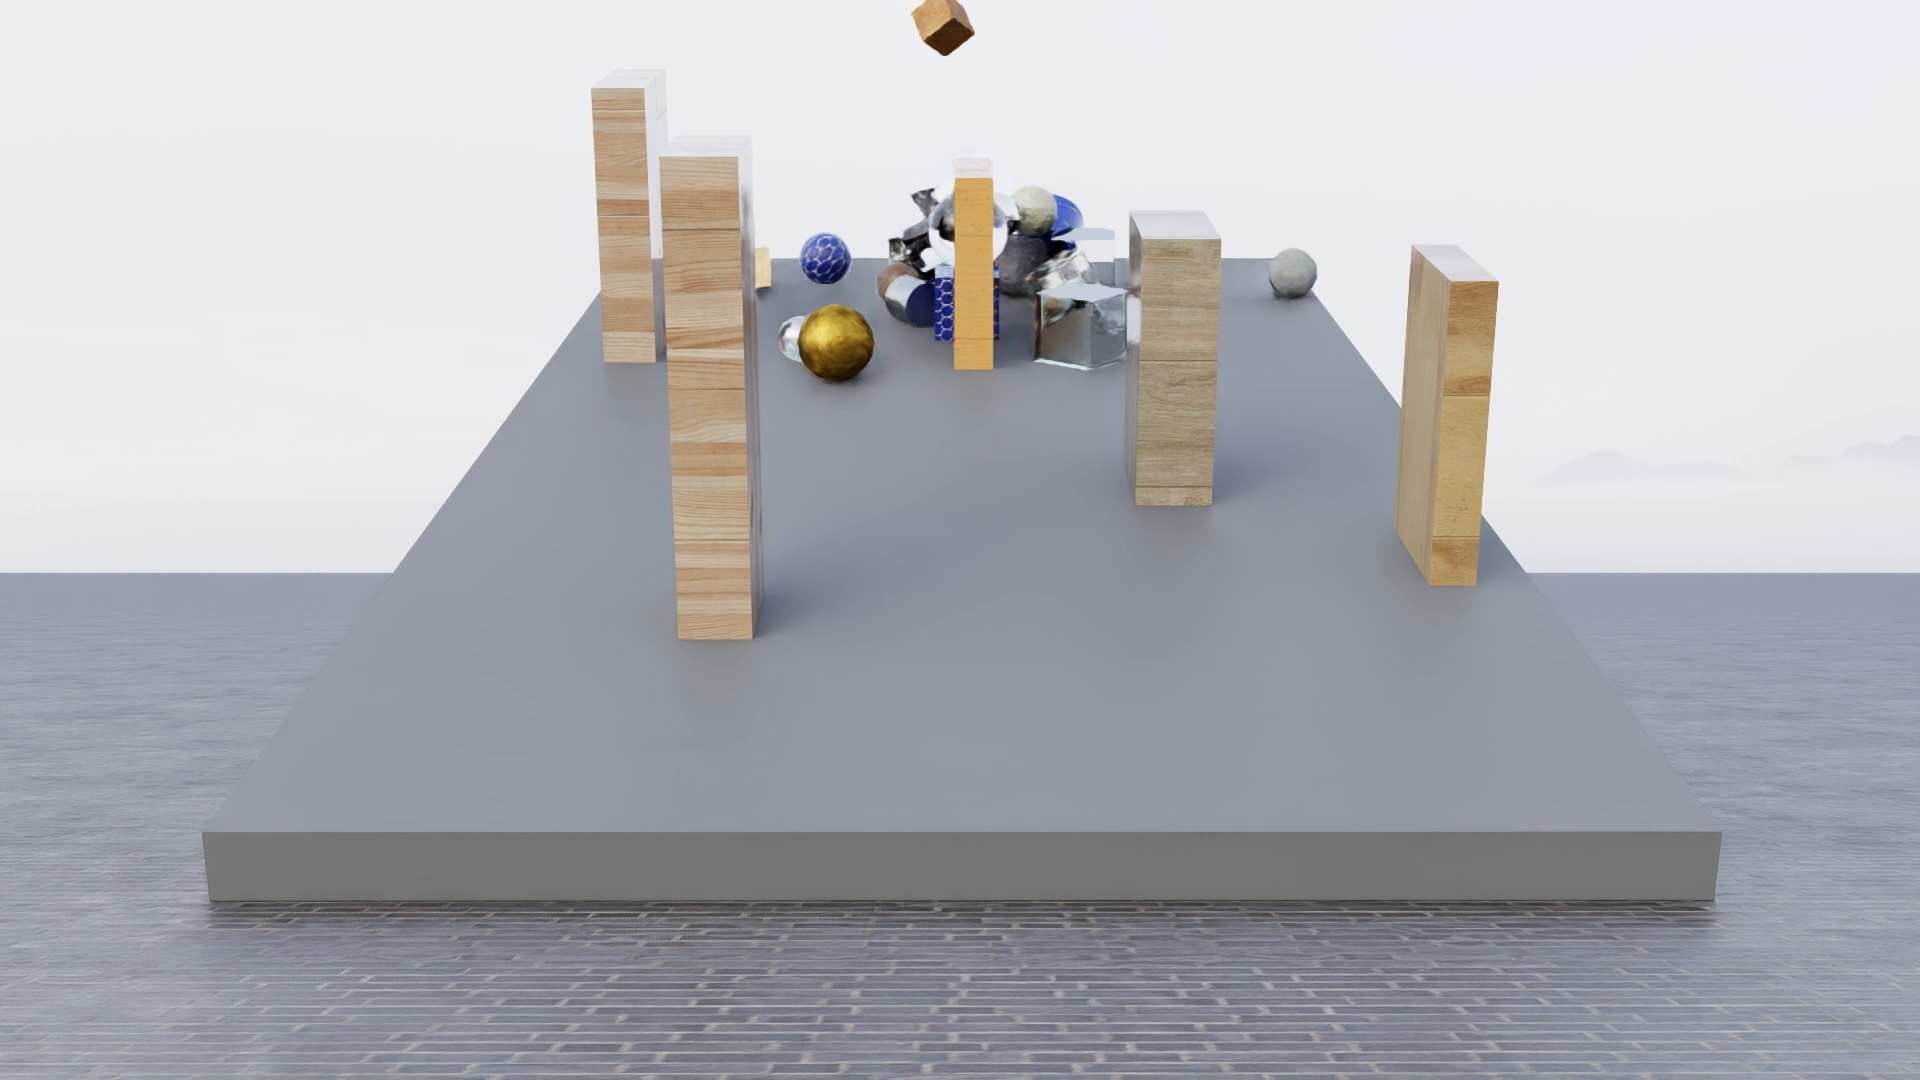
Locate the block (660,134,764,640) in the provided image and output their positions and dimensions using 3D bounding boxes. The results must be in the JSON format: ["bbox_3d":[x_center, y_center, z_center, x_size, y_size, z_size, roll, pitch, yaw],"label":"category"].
[{"bbox_3d":[-0.397,-0.247,3.620,0.120,0.780,0.240,0,18,0],"label":"block"}]

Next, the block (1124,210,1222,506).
[{"bbox_3d":[0.414,-0.364,4.404,0.148,0.520,0.321,0,18,0],"label":"block"}]

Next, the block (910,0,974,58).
[{"bbox_3d":[-0.046,-1.399,6.057,0.107,0.107,0.107,-33,-30,24],"label":"block"}]

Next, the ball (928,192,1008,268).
[{"bbox_3d":[0.021,-0.790,5.702,0.205,0.205,0.205,0,-1,0],"label":"ball"}]

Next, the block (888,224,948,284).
[{"bbox_3d":[-0.100,-0.793,6.279,0.158,0.158,0.158,1,22,15],"label":"block"}]

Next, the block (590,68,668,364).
[{"bbox_3d":[-0.804,-0.809,5.540,0.125,0.662,0.407,0,18,0],"label":"block"}]

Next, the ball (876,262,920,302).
[{"bbox_3d":[-0.166,-0.695,6.070,0.120,0.120,0.120,0,-1,0],"label":"ball"}]

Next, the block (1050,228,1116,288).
[{"bbox_3d":[0.340,-0.760,6.189,0.172,0.172,0.172,2,18,6],"label":"block"}]

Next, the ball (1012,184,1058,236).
[{"bbox_3d":[0.198,-0.907,6.162,0.142,0.142,0.142,0,-1,0],"label":"ball"}]

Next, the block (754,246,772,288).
[{"bbox_3d":[-0.585,-0.756,6.231,0.109,0.109,0.109,-4,4,-7],"label":"block"}]

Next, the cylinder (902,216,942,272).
[{"bbox_3d":[-0.065,-0.787,5.872,0.124,0.124,0.124,-24,-10,23],"label":"cylinder"}]

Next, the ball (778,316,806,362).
[{"bbox_3d":[-0.390,-0.490,5.455,0.109,0.109,0.109,0,-1,0],"label":"ball"}]

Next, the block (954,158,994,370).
[{"bbox_3d":[0.032,-0.678,5.466,0.094,0.461,0.313,0,18,0],"label":"block"}]

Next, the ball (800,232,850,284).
[{"bbox_3d":[-0.383,-0.801,6.355,0.146,0.146,0.146,0,-1,0],"label":"ball"}]

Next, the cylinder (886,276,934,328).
[{"bbox_3d":[-0.116,-0.625,5.859,0.118,0.118,0.118,0,15,-31],"label":"cylinder"}]

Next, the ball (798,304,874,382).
[{"bbox_3d":[-0.291,-0.464,5.260,0.180,0.180,0.180,0,-1,0],"label":"ball"}]

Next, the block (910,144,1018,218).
[{"bbox_3d":[0.017,-0.979,6.348,0.187,0.187,0.187,-49,25,-26],"label":"block"}]

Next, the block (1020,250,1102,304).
[{"bbox_3d":[0.268,-0.648,5.763,0.142,0.142,0.142,-34,16,-12],"label":"block"}]

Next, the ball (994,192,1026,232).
[{"bbox_3d":[0.125,-0.978,6.595,0.143,0.143,0.143,0,-1,0],"label":"ball"}]

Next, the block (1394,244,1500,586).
[{"bbox_3d":[0.855,-0.227,3.961,0.080,0.536,0.335,0,18,0],"label":"block"}]

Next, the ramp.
[{"bbox_3d":[-0.003,-0.186,4.859,2.000,0.100,4.000,0,18,0],"label":"ramp"}]

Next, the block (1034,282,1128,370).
[{"bbox_3d":[0.300,-0.523,5.463,0.169,0.169,0.169,14,22,36],"label":"block"}]

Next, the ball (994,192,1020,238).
[{"bbox_3d":[0.096,-0.876,6.056,0.135,0.135,0.135,0,-1,0],"label":"ball"}]

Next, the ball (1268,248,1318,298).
[{"bbox_3d":[0.919,-0.738,6.182,0.135,0.135,0.135,0,-1,0],"label":"ball"}]

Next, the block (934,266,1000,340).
[{"bbox_3d":[0.017,-0.609,5.739,0.162,0.162,0.162,0,18,-1],"label":"block"}]

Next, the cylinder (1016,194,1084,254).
[{"bbox_3d":[0.253,-0.865,6.409,0.180,0.180,0.180,0,38,15],"label":"cylinder"}]

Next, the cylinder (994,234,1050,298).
[{"bbox_3d":[0.137,-0.768,6.224,0.163,0.163,0.163,14,7,34],"label":"cylinder"}]
